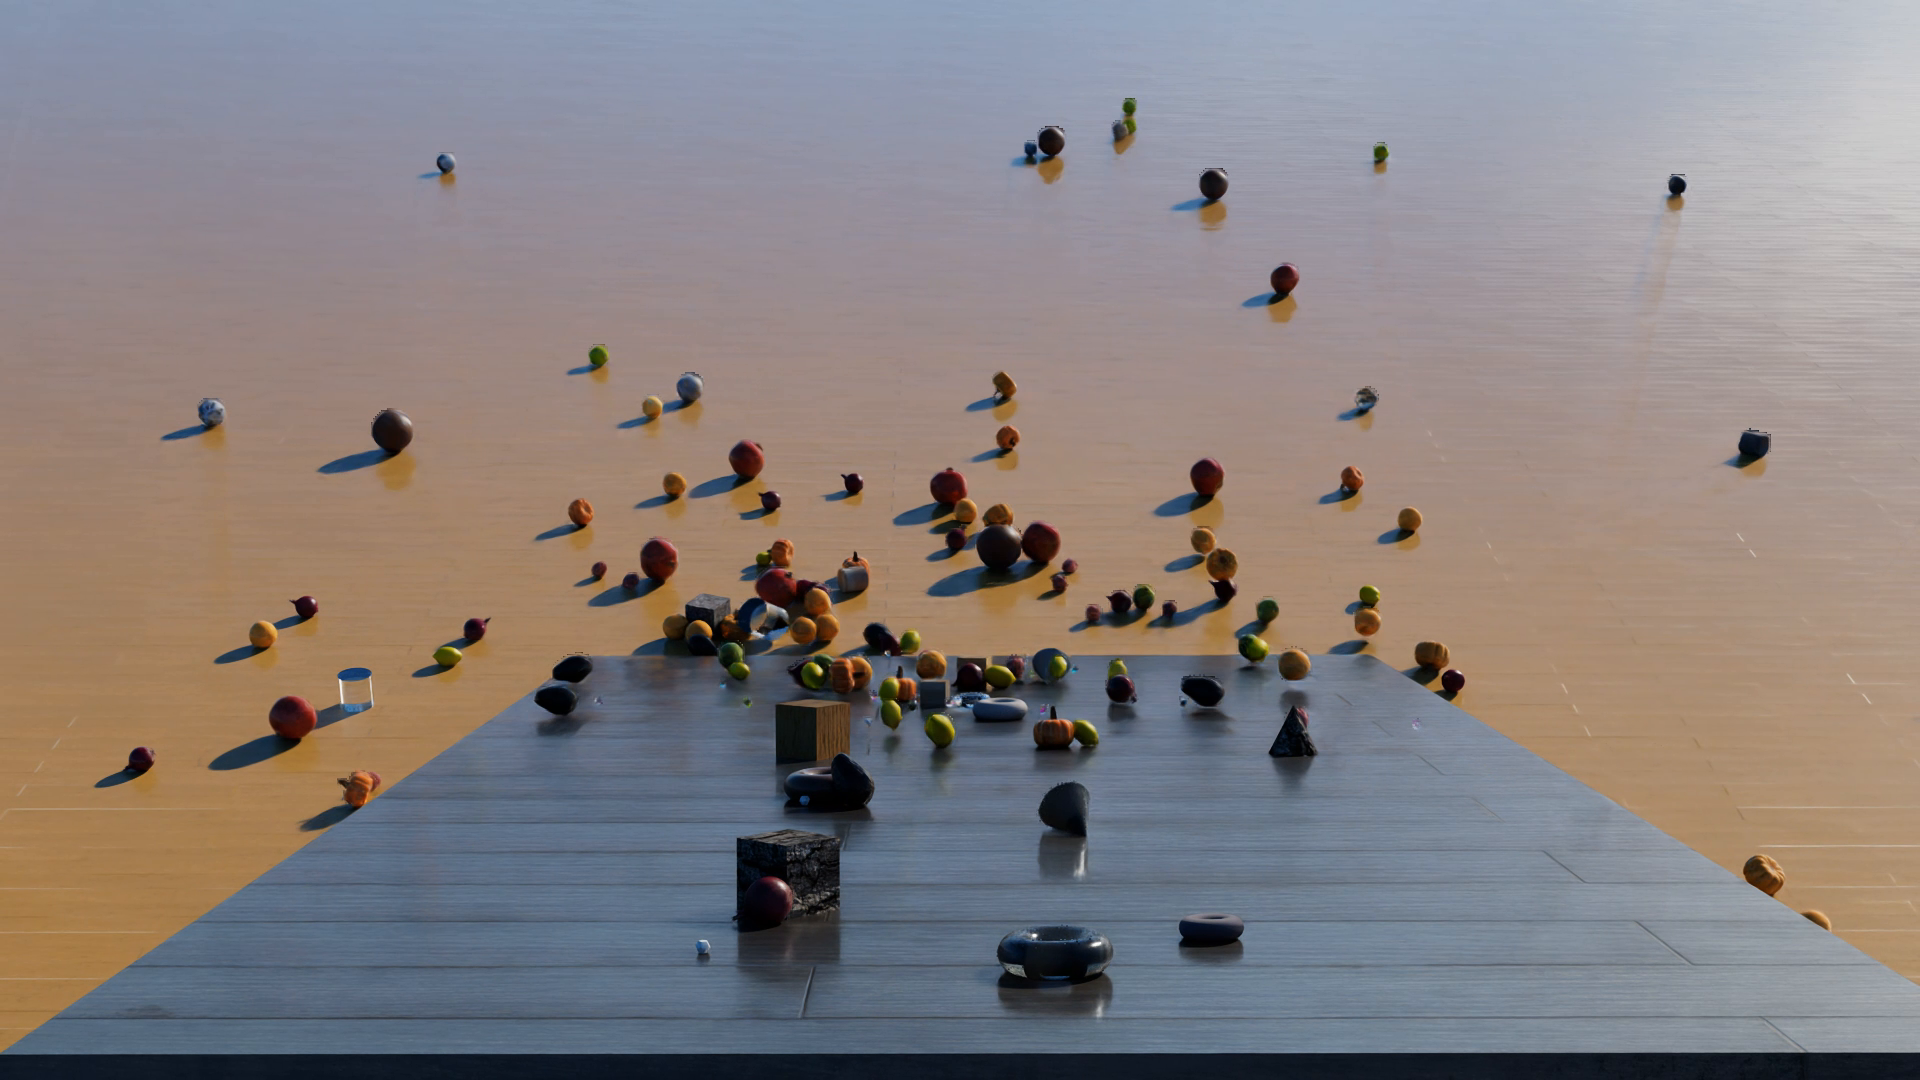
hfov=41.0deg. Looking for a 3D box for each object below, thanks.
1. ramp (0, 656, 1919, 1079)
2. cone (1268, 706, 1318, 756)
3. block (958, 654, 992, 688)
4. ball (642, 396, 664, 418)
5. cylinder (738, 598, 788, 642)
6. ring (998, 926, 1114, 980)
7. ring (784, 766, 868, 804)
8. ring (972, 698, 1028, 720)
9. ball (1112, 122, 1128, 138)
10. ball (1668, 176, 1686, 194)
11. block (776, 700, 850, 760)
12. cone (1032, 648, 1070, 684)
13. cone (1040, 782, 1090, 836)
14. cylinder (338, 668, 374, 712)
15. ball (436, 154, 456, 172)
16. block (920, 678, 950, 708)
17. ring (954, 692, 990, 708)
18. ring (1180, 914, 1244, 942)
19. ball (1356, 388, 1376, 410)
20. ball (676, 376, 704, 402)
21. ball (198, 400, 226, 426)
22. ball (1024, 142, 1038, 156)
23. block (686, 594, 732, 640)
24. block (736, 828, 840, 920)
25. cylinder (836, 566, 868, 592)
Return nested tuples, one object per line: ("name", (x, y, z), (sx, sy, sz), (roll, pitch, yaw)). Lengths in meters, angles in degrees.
("ramp", (0.050, 0.449, 4.532), (2.000, 0.100, 4.000), (0, 3, 0))
("cone", (0.609, 0.345, 4.697), (0.090, 0.090, 0.090), (0, 3, 0))
("block", (0.033, 0.297, 5.820), (0.067, 0.067, 0.067), (1, 3, 12))
("ball", (-1.025, -0.443, 8.572), (0.070, 0.070, 0.070), (0, 21, 0))
("cylinder", (-0.521, 0.211, 6.816), (0.096, 0.096, 0.096), (17, -6, 37))
("ring", (0.107, 0.465, 2.897), (0.131, 0.044, 0.131), (-1, 3, 0))
("ring", (-0.217, 0.397, 4.162), (0.137, 0.046, 0.137), (-1, 3, 0))
("ring", (0.081, 0.344, 5.223), (0.112, 0.037, 0.112), (-1, 4, 0))
("ball", (0.781, -1.993, 12.523), (0.078, 0.078, 0.078), (0, 21, 0))
("ball", (3.201, -1.585, 11.472), (0.083, 0.083, 0.083), (0, 21, 0))
("block", (-0.267, 0.344, 4.670), (0.096, 0.096, 0.096), (2, 4, 36))
("cone", (0.204, 0.307, 5.890), (0.087, 0.087, 0.087), (3, 30, 8))
("cone", (0.172, 0.418, 3.824), (0.083, 0.083, 0.083), (-8, 32, -20))
("cylinder", (-1.518, 0.376, 6.458), (0.085, 0.085, 0.085), (0, 21, 0))
("ball", (-2.372, -1.742, 11.872), (0.085, 0.085, 0.085), (0, 21, 0))
("block", (-0.053, 0.324, 5.442), (0.054, 0.054, 0.054), (0, 3, 9))
("ring", (0.025, 0.338, 5.432), (0.080, 0.027, 0.080), (-1, 3, 0))
("ring", (0.301, 0.464, 3.076), (0.078, 0.026, 0.078), (-2, -1, 0))
("ball", (1.365, -0.473, 8.650), (0.070, 0.070, 0.070), (0, 21, 0))
("ball", (-0.917, -0.515, 8.729), (0.090, 0.090, 0.090), (0, 21, 0))
("ball", (-2.469, -0.420, 8.488), (0.088, 0.088, 0.088), (0, 21, 0))
("ball", (0.335, -1.851, 12.182), (0.062, 0.062, 0.062), (0, 21, 0))
("block", (-0.675, 0.205, 6.892), (0.088, 0.088, 0.088), (10, 23, 23))
("block", (-0.217, 0.422, 3.251), (0.092, 0.092, 0.092), (3, 4, 43))
("cylinder", (-0.299, 0.108, 7.167), (0.068, 0.068, 0.068), (-9, 23, -23))
